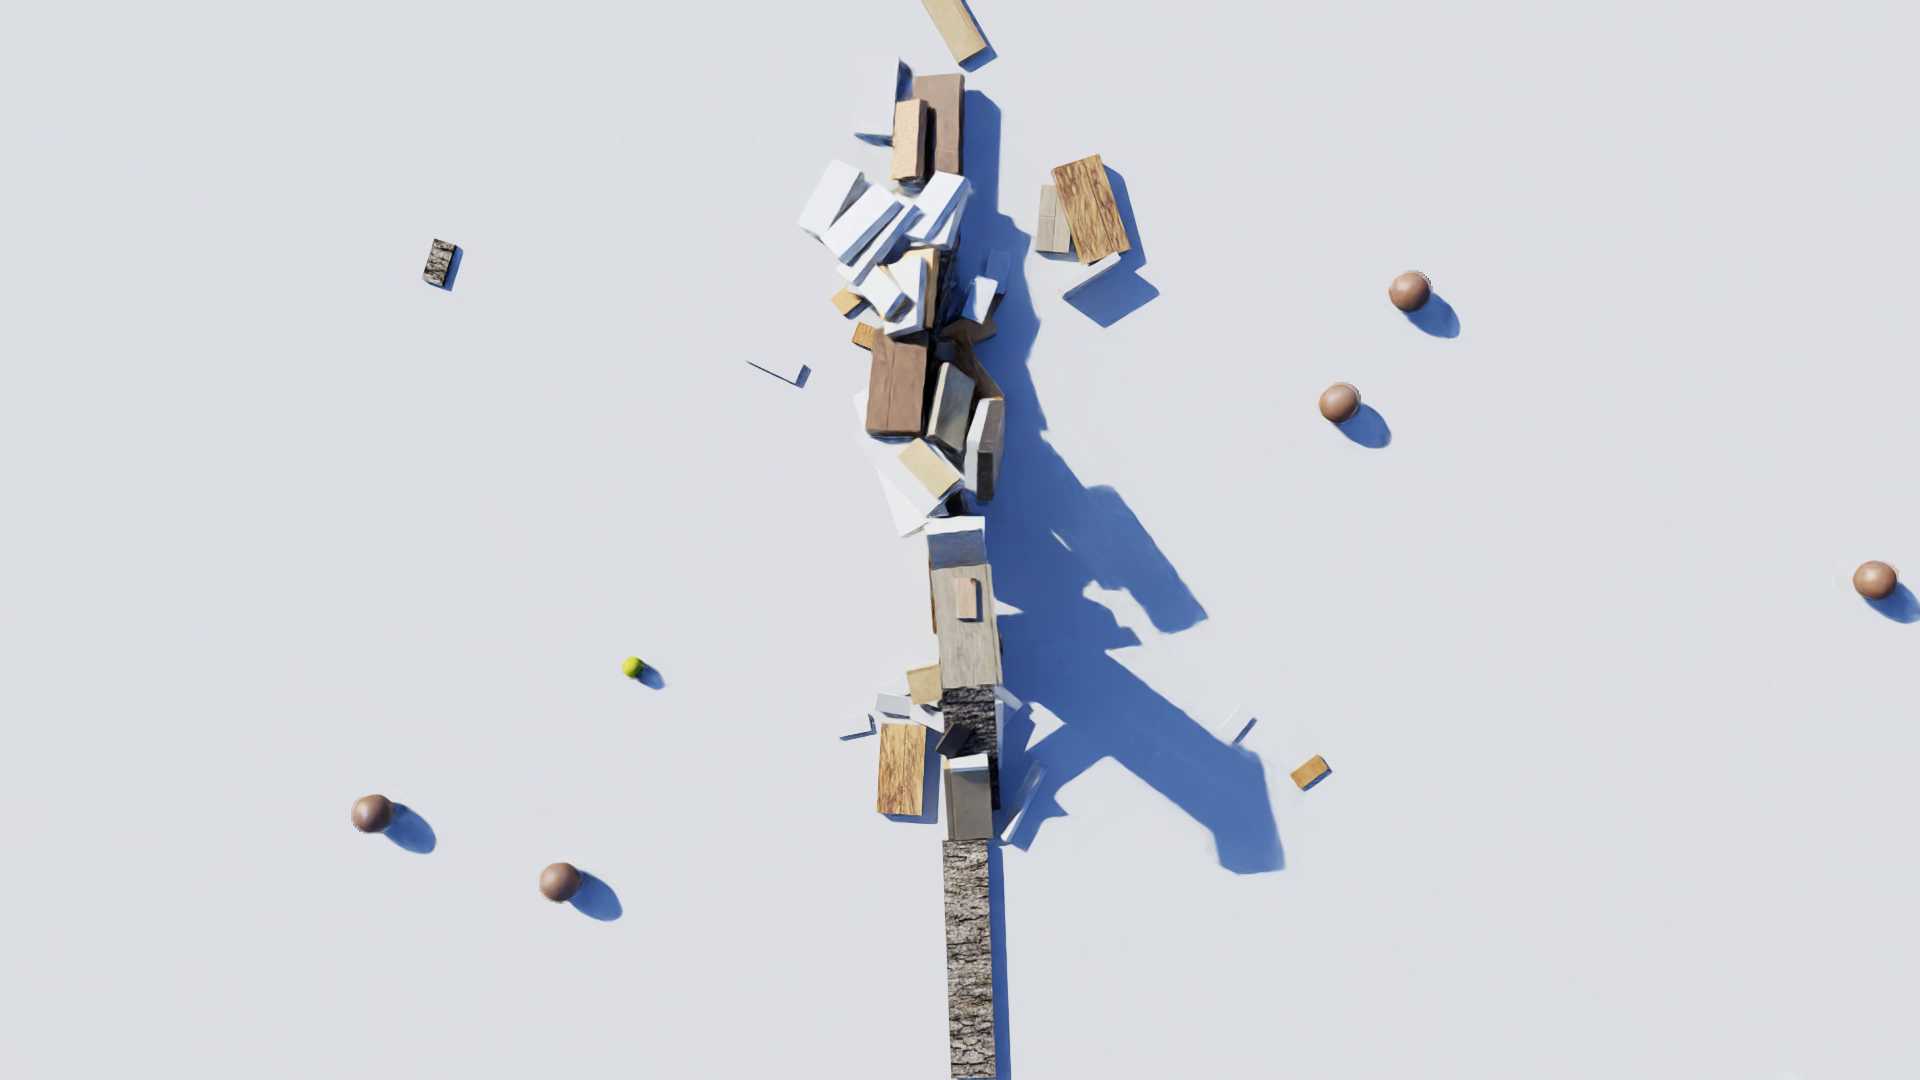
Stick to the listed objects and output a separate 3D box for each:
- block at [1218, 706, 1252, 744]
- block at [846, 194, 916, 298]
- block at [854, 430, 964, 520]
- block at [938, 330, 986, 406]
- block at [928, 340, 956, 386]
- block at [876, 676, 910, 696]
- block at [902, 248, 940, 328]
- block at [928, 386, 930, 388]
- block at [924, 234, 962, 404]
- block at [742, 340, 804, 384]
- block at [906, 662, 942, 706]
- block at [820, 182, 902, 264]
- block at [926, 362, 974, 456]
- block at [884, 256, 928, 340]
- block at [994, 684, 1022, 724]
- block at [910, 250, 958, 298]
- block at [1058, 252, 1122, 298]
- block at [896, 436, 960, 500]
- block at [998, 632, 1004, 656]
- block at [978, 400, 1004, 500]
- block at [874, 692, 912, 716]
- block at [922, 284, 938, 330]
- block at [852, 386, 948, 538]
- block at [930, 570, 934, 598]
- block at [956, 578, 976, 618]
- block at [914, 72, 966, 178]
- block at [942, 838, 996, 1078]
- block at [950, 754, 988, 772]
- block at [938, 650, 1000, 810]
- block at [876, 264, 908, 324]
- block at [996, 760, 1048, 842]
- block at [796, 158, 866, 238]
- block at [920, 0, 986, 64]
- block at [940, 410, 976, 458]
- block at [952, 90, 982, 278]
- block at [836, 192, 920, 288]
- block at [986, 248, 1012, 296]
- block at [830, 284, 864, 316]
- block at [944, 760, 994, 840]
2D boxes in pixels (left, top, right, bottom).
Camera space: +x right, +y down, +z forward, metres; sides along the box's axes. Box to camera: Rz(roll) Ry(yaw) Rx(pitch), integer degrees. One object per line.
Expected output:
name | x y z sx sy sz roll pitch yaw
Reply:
block | 0.915 0.615 5.492 0.058 0.016 0.115 39 90 0
block | -0.248 -0.964 5.433 0.164 0.047 0.346 15 90 6
block | -0.157 -0.251 5.233 0.173 0.049 0.347 -42 78 -4
block | -0.005 -0.553 5.394 0.121 0.034 0.242 -14 94 11
block | -0.060 -0.570 5.330 0.074 0.021 0.148 -7 116 -34
block | -0.217 0.499 5.492 0.115 0.016 0.058 -23 90 0
block | -0.137 -0.806 5.316 0.126 0.036 0.253 0 82 35
block | -0.121 -0.531 5.389 0.074 0.021 0.148 44 107 32
block | -0.121 -0.719 5.384 0.134 0.038 0.584 11 89 36
block | -0.620 -0.594 5.490 0.190 0.020 0.072 25 90 0
block | -0.053 0.460 5.405 0.231 0.033 0.116 -12 96 -1
block | -0.322 -1.030 5.360 0.265 0.037 0.132 -44 50 3
block | -0.031 -0.420 5.268 0.037 0.132 0.265 -11 58 40
block | -0.173 -0.775 5.262 0.126 0.036 0.253 -12 64 33
block | 0.068 0.614 5.465 0.116 0.033 0.293 42 90 -20
block | -0.144 -0.867 5.460 0.248 0.035 0.124 37 93 9
block | 0.425 -0.875 5.445 0.219 0.109 0.031 -31 90 0
block | -0.099 -0.226 5.184 0.095 0.027 0.189 -43 78 -4
block | 0.029 0.298 5.087 0.173 0.522 0.049 -4 95 -2
block | 0.098 -0.283 5.126 0.047 0.335 0.167 3 123 7
block | -0.219 0.544 5.478 0.122 0.017 0.061 11 101 -8
block | -0.171 -0.714 5.370 0.134 0.038 0.268 15 91 36
block | -0.194 -0.273 5.333 0.173 0.049 0.502 -28 74 33
block | -0.003 0.129 5.026 0.173 0.347 0.049 -3 94 0
block | 0.017 0.169 4.783 0.058 0.016 0.115 -1 83 -2
block | -0.072 -1.366 5.447 0.164 0.047 0.328 1 90 22
block | 0.030 1.389 5.479 0.149 0.042 0.784 -2 90 0
block | 0.028 0.719 5.323 0.122 0.061 0.017 -4 122 0
block | 0.033 0.606 5.322 0.167 0.047 0.642 -4 119 0
block | -0.238 -0.788 5.274 0.095 0.027 0.189 -45 47 20
block | 0.205 0.867 5.472 0.016 0.058 0.277 28 90 -37
block | -0.427 -1.126 5.452 0.125 0.035 0.250 28 89 29
block | -0.127 -1.901 5.485 0.109 0.031 0.672 -30 90 0
block | -0.056 -0.333 5.415 0.121 0.034 0.248 25 69 41
block | 0.008 -1.184 5.482 0.124 0.035 0.615 0 90 0
block | -0.266 -0.973 5.356 0.323 0.125 0.035 -51 131 3
block | 0.124 -0.888 5.476 0.071 0.020 0.144 11 80 -3
block | -0.356 -0.818 5.490 0.141 0.020 0.071 -39 90 0
block | 0.028 0.852 5.409 0.148 0.042 0.297 -4 119 0
